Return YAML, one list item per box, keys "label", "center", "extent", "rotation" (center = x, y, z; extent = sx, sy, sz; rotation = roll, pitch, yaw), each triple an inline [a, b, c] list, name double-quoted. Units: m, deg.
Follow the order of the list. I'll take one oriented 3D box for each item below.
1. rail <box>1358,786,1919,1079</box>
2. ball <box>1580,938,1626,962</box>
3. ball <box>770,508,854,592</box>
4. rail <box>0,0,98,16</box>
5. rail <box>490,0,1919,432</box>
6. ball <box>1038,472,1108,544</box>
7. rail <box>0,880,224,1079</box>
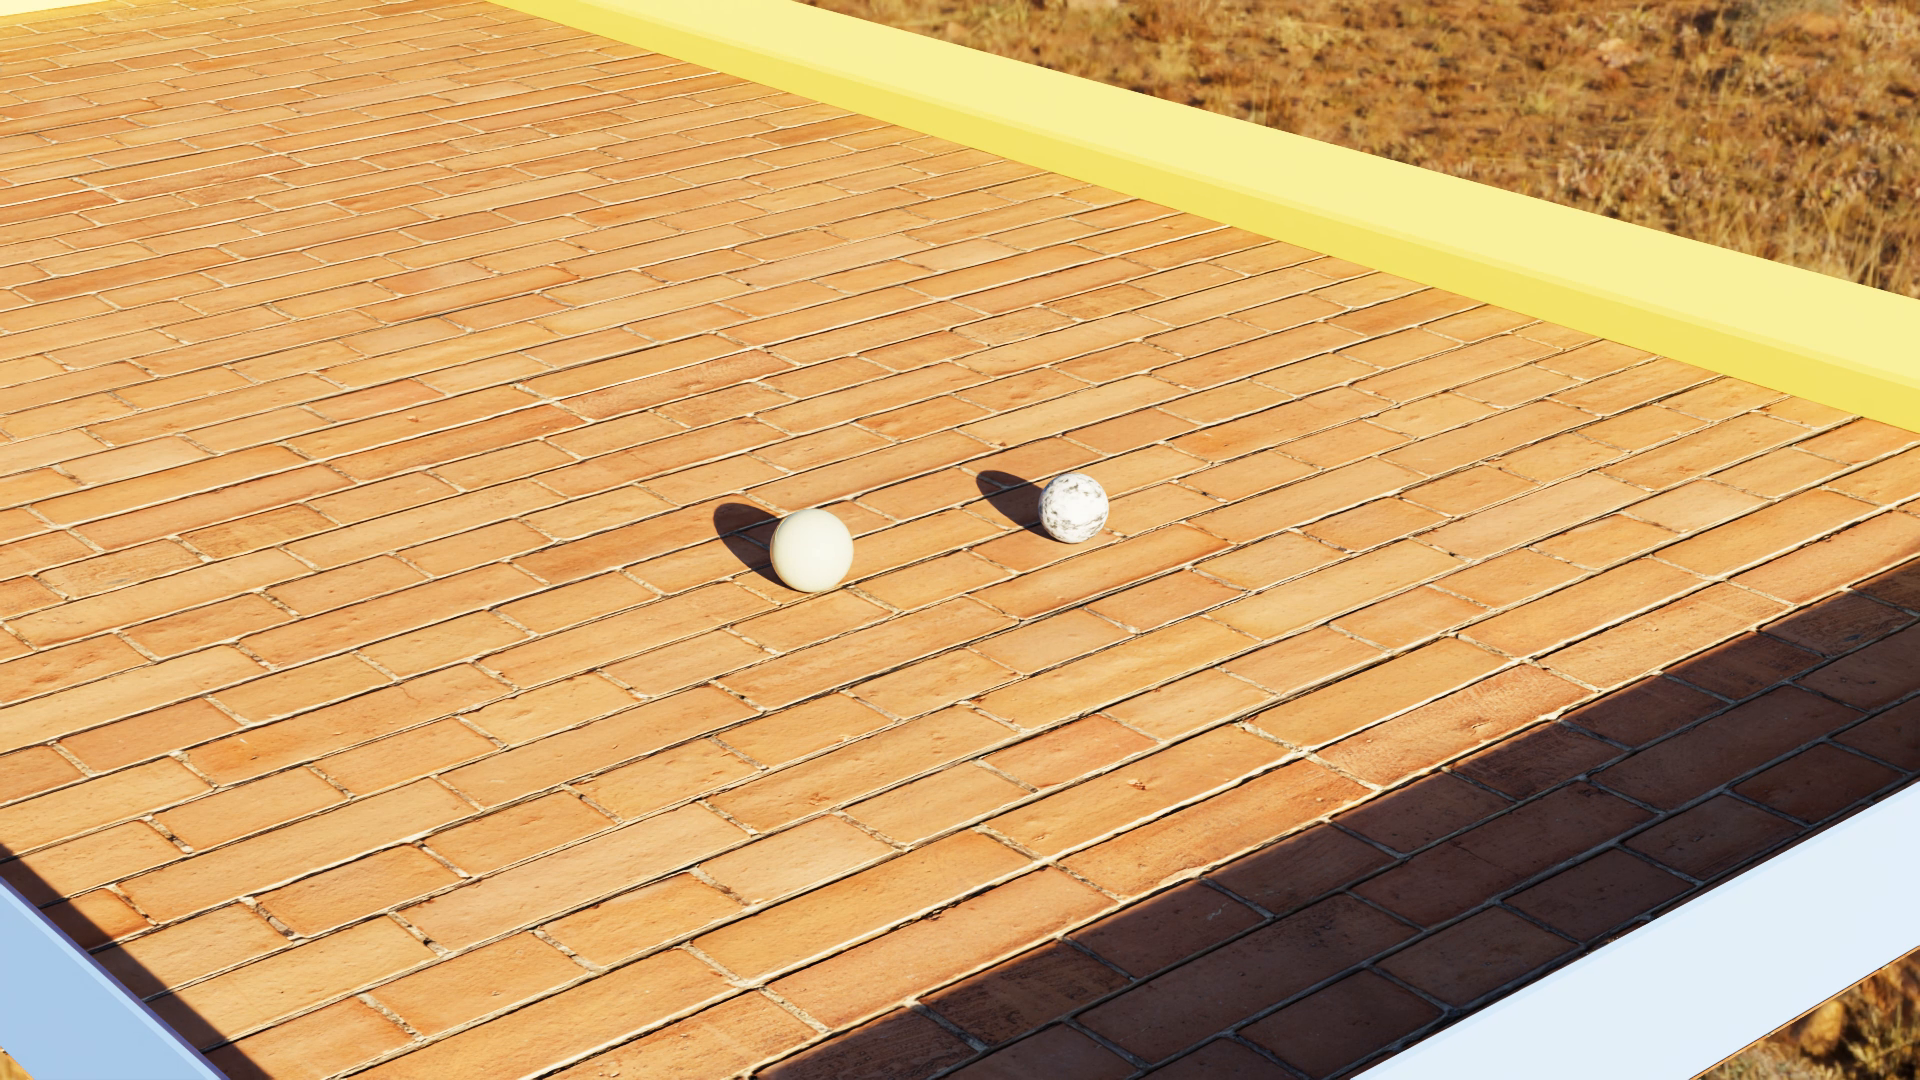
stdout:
- label: "rail"
  center: [0.543, 0.216, 1.837]
  extent: [1.828, 0.125, 0.045]
  rotation: [-18, 28, -37]
- label: "ball"
  center: [0.404, 0.272, 1.787]
  extent: [0.061, 0.061, 0.061]
  rotation: [0, 22, 0]
- label: "ball"
  center: [-0.122, 0.009, 2.415]
  extent: [0.069, 0.069, 0.069]
  rotation: [0, 22, 0]
- label: "rail"
  center: [-1.661, -0.772, 4.232]
  extent: [1.828, 0.125, 0.045]
  rotation: [-18, 28, -37]
- label: "rail"
  center: [0.119, -0.498, 3.568]
  extent: [0.045, 0.125, 3.449]
  rotation: [-18, 28, -37]
- label: "ball"
  center: [0.097, -0.027, 2.514]
  extent: [0.060, 0.060, 0.060]
  rotation: [0, 22, 0]
- label: "rail"
  center: [-1.237, -0.058, 2.501]
  extent: [0.045, 0.125, 3.449]
  rotation: [-18, 28, -37]
